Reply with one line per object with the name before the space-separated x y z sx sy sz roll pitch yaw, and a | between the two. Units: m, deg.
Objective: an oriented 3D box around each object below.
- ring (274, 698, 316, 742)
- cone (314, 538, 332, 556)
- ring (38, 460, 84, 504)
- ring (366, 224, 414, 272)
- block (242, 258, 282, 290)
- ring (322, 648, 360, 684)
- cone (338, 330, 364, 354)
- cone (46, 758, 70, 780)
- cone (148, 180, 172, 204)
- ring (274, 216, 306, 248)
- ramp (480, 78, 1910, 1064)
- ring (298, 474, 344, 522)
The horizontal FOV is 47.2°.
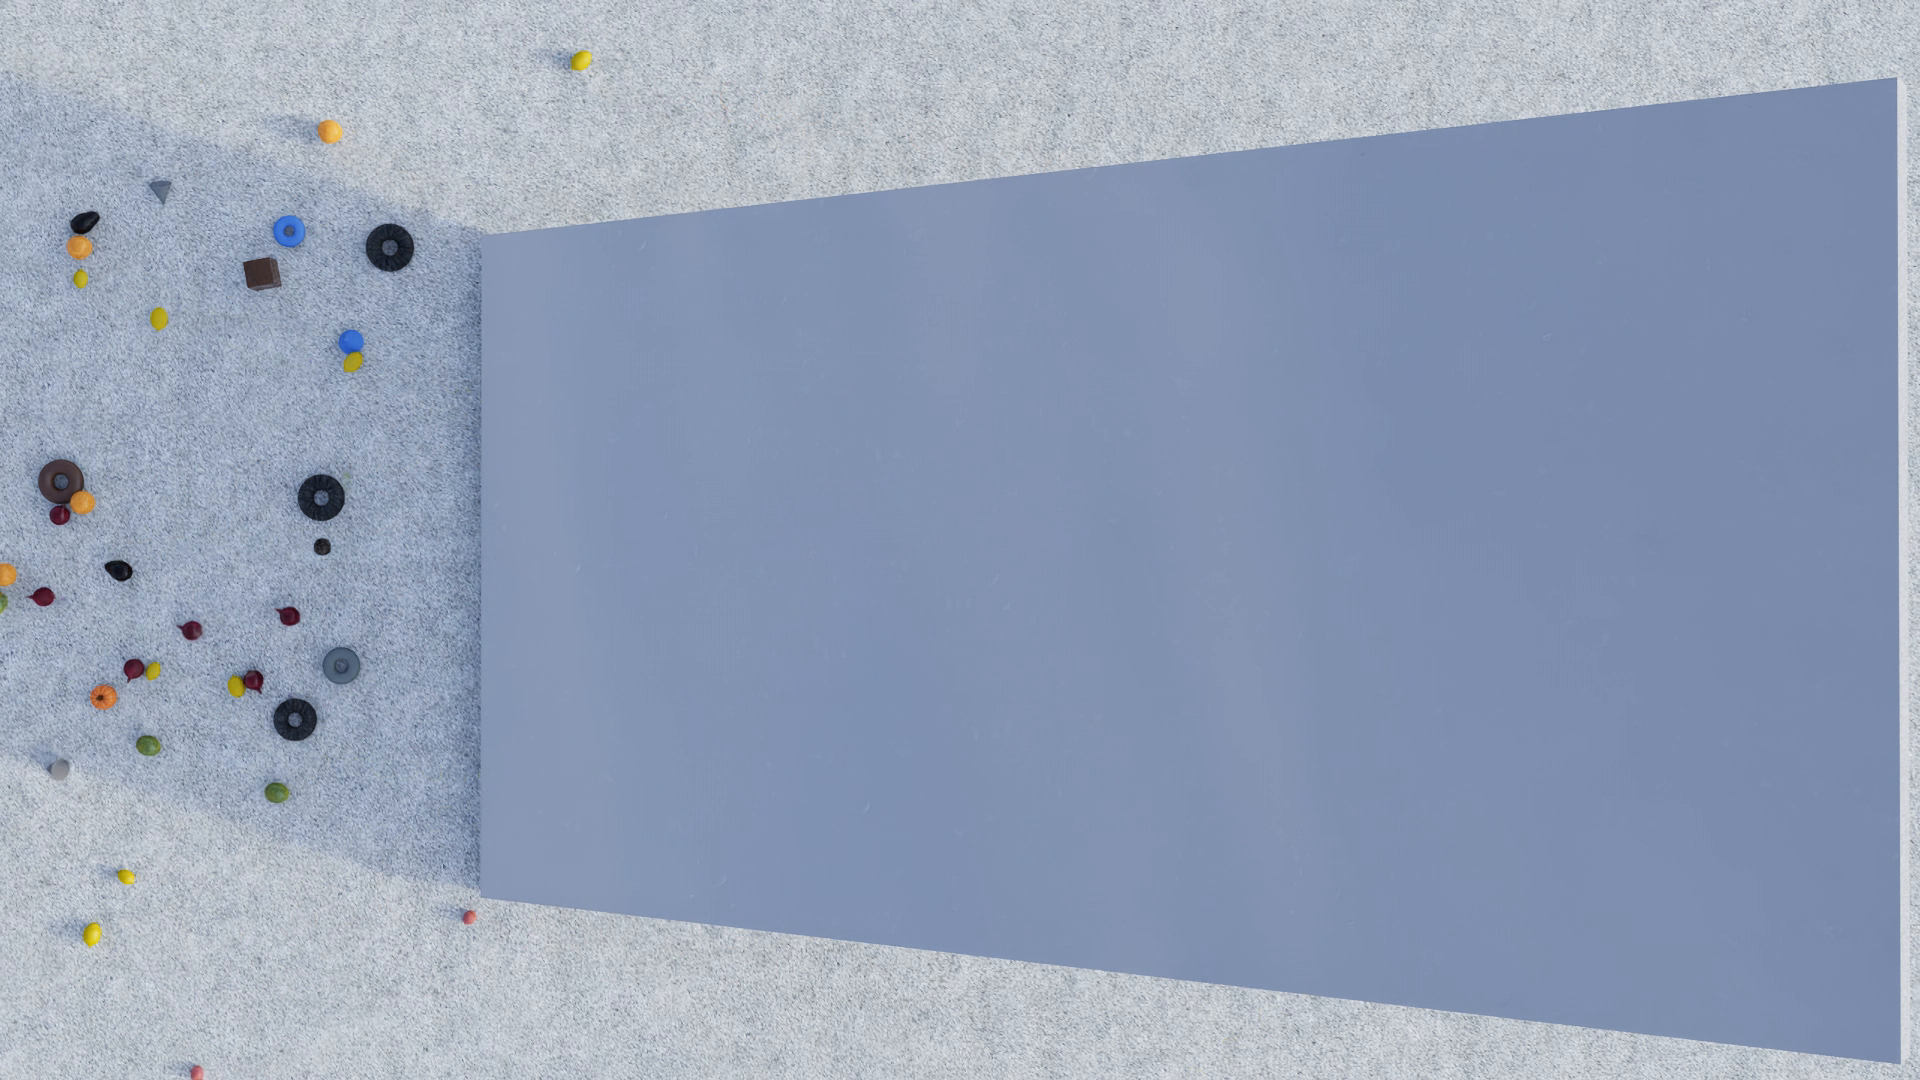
ring | -2.025 0.548 6.700 0.131 0.044 0.131 0 90 -1
cone | -1.950 0.021 6.699 0.053 0.053 0.053 0 90 0
ring | -2.741 -0.178 6.705 0.137 0.046 0.137 0 91 -1
ring | -1.739 -0.892 6.709 0.147 0.049 0.147 0 91 0
block | -2.123 -0.809 6.693 0.080 0.080 0.080 -11 90 0
ring | -1.886 0.384 6.704 0.114 0.038 0.114 0 90 1
cone | -1.863 -0.606 6.693 0.077 0.077 0.077 0 90 0
cone | -2.767 0.697 6.705 0.067 0.067 0.067 2 89 27
cone | -2.438 -1.055 6.720 0.067 0.067 0.067 0 116 0
ring | -2.049 -0.943 6.718 0.097 0.032 0.097 0 91 0
ramp | 0.255 0.070 5.590 4.000 0.100 2.000 0 89 33
ring | -1.947 -0.129 6.704 0.143 0.048 0.143 0 88 1
